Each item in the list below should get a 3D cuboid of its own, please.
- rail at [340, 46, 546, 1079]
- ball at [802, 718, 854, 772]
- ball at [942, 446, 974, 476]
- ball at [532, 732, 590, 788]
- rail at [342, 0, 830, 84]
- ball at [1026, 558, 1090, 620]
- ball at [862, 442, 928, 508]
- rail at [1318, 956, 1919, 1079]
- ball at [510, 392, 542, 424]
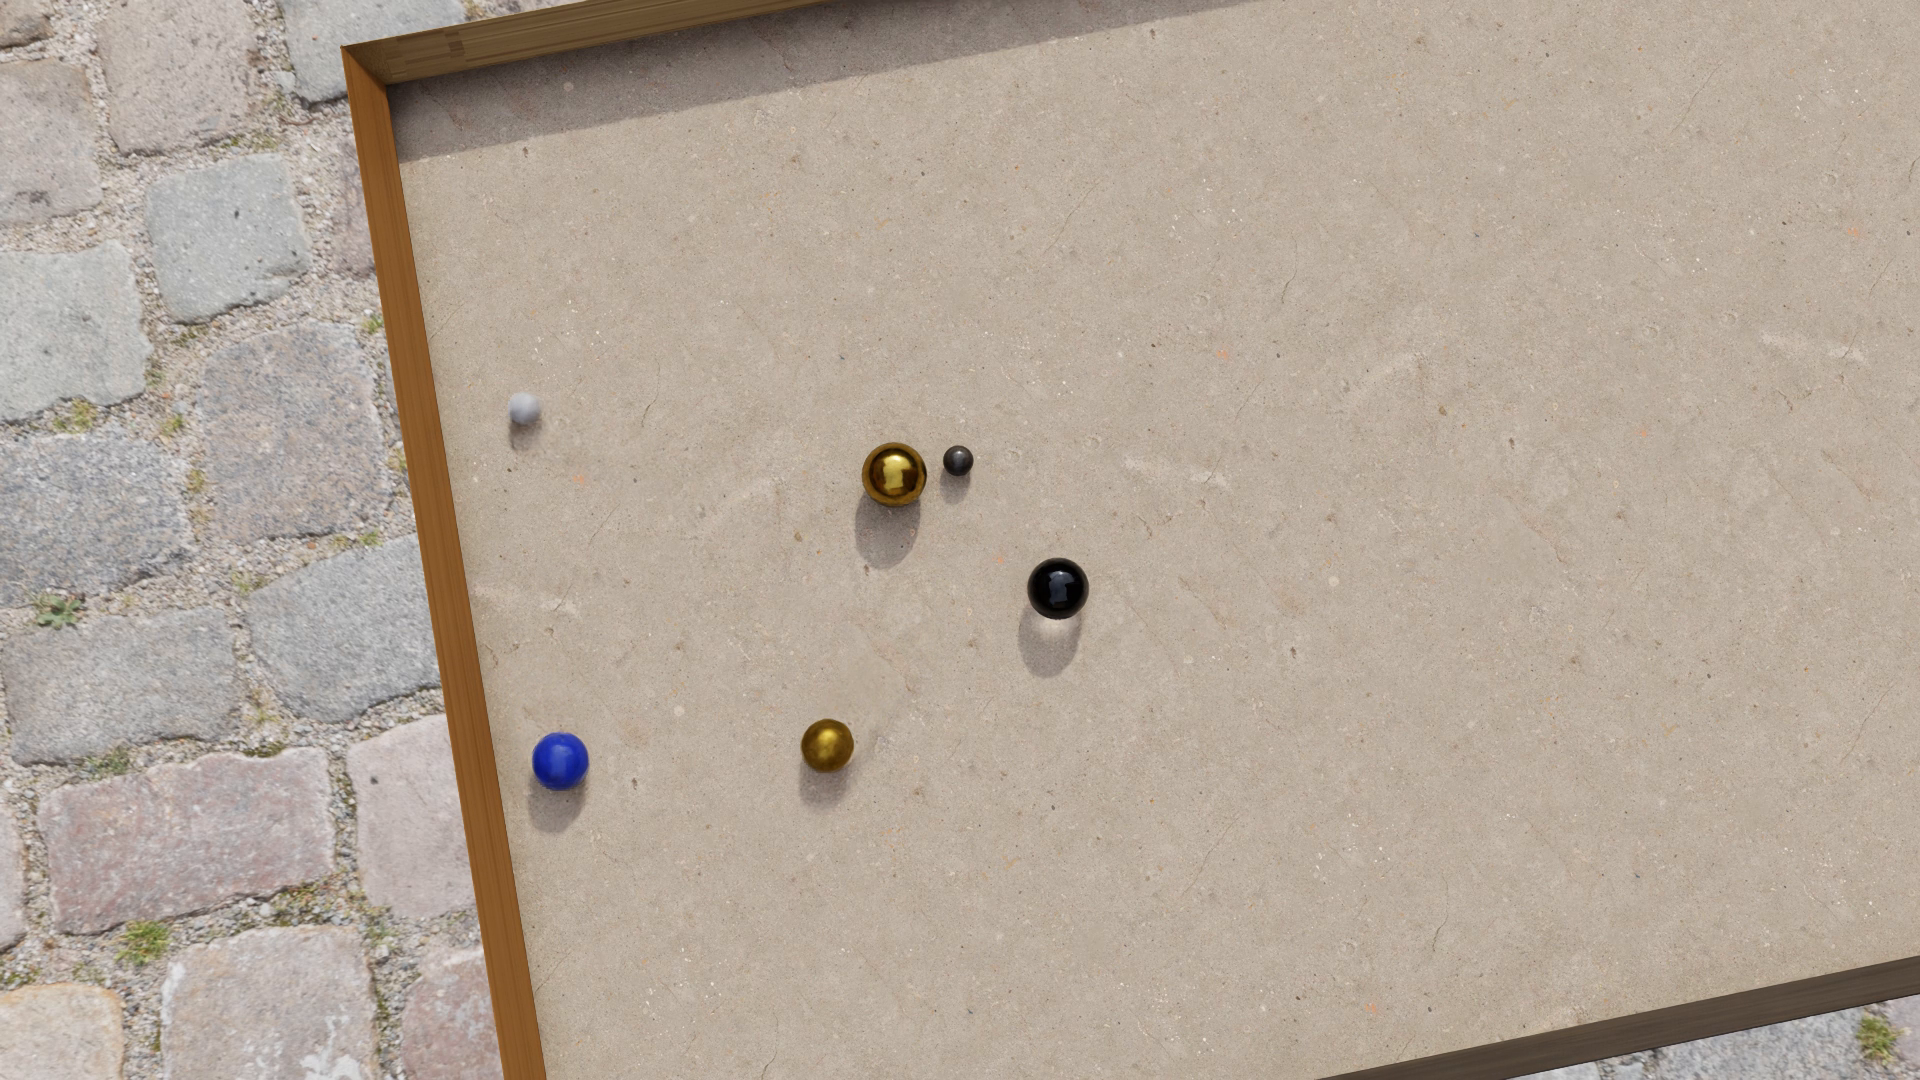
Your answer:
[{"bbox_3d":[-0.736,0.140,3.229,0.045,0.128,1.823,-11,80,-2],"label":"rail"},{"bbox_3d":[-0.194,0.301,3.228,0.077,0.077,0.077,0,80,0],"label":"ball"},{"bbox_3d":[-0.003,-0.120,3.318,0.047,0.047,0.047,0,80,0],"label":"ball"},{"bbox_3d":[-0.585,0.322,3.220,0.084,0.084,0.084,0,80,0],"label":"ball"},{"bbox_3d":[0.586,-1.011,3.434,3.096,0.128,0.045,-11,80,-2],"label":"rail"},{"bbox_3d":[0.145,0.072,3.260,0.093,0.093,0.093,0,80,0],"label":"ball"},{"bbox_3d":[-0.098,-0.097,3.288,0.098,0.098,0.098,0,80,0],"label":"ball"},{"bbox_3d":[0.933,0.703,3.129,3.096,0.128,0.045,-11,80,-2],"label":"rail"},{"bbox_3d":[-0.658,-0.199,3.331,0.048,0.048,0.048,0,80,0],"label":"ball"}]
